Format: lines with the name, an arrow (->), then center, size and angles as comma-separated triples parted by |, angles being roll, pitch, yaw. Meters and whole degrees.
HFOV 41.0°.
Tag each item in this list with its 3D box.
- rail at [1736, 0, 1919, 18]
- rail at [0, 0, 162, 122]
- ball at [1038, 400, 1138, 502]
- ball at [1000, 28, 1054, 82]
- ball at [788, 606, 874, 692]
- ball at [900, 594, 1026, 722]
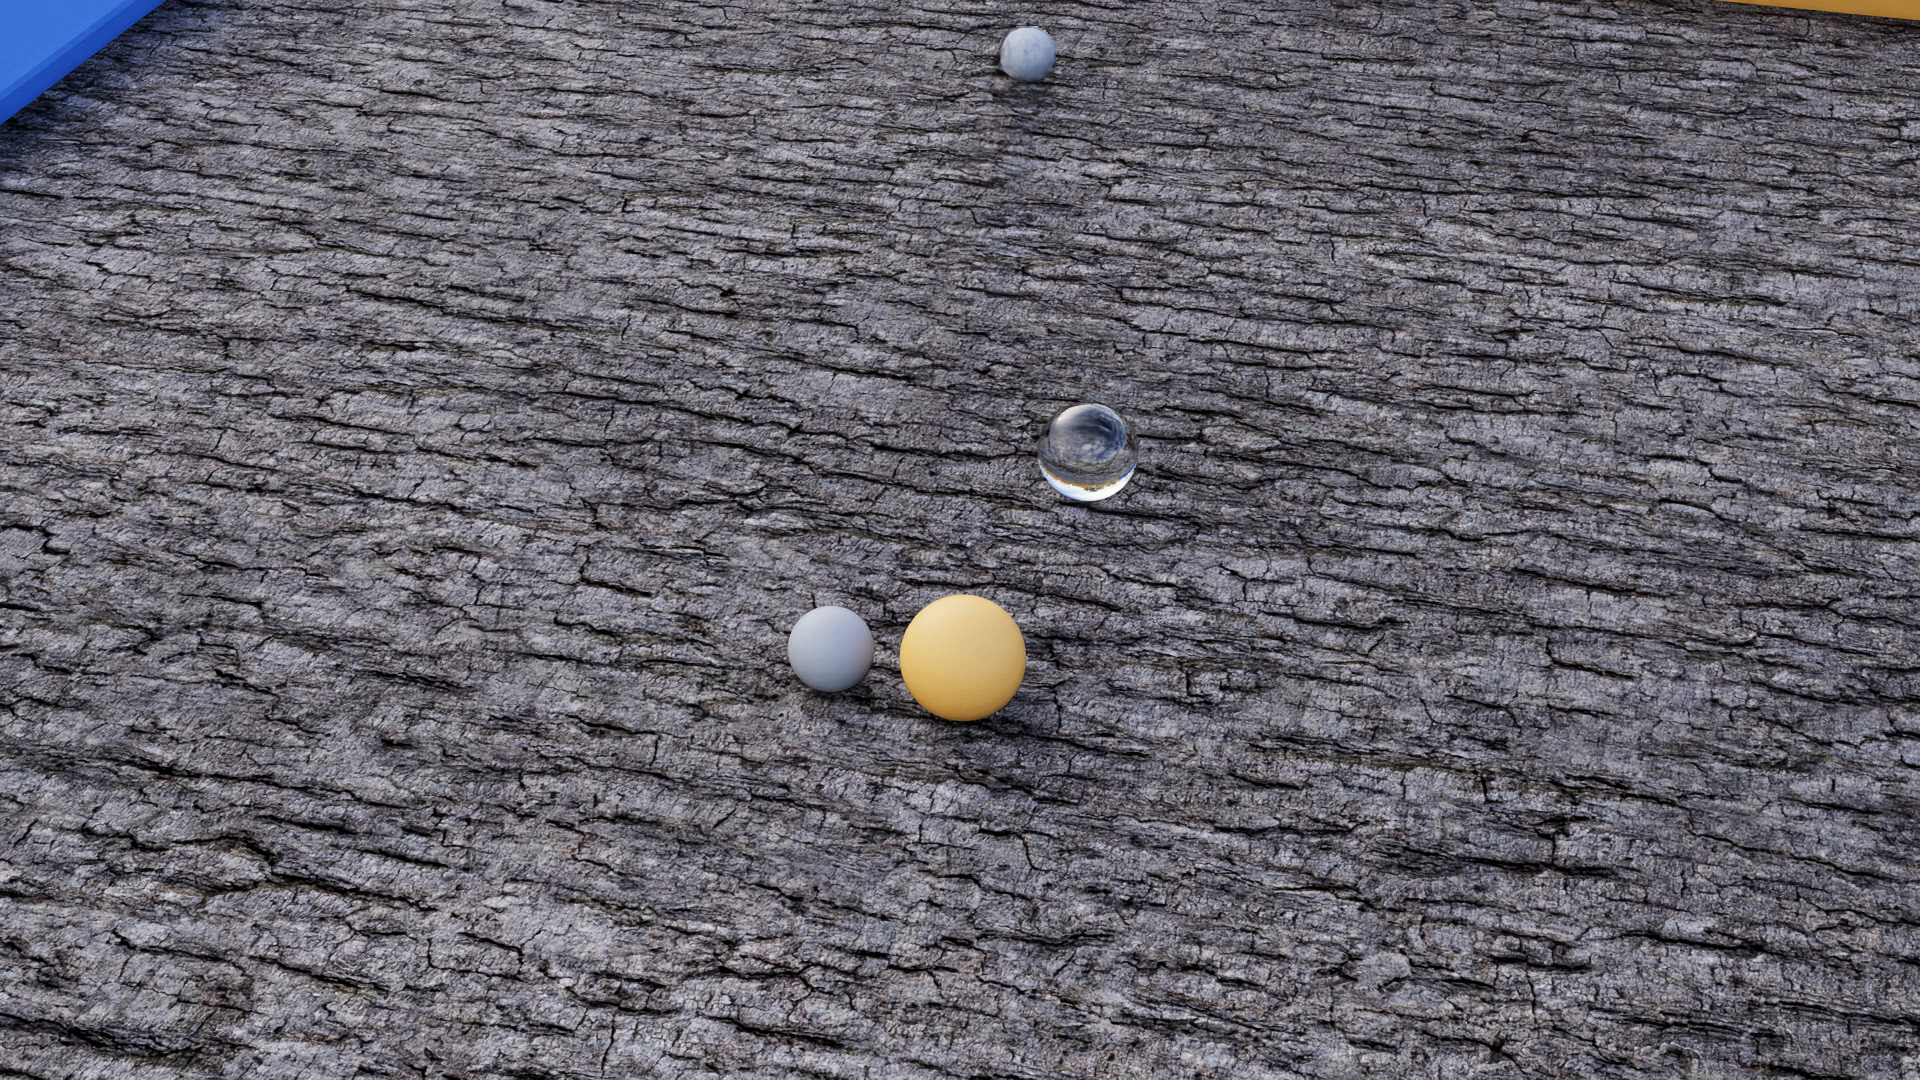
rail -> 1.375, -0.527, 2.576 | 4.398, 0.110, 0.045 | 9, 35, 12
rail -> -1.040, -0.176, 2.064 | 0.045, 0.110, 2.485 | 9, 35, 12
ball -> 0.097, -0.067, 1.937 | 0.076, 0.076, 0.076 | 0, 34, 0
ball -> 0.067, -0.485, 2.564 | 0.055, 0.055, 0.055 | 0, 34, 0
ball -> -0.088, 0.074, 1.747 | 0.059, 0.059, 0.059 | 0, 34, 0
ball -> 0.002, 0.079, 1.717 | 0.085, 0.085, 0.085 | 0, 34, 0
